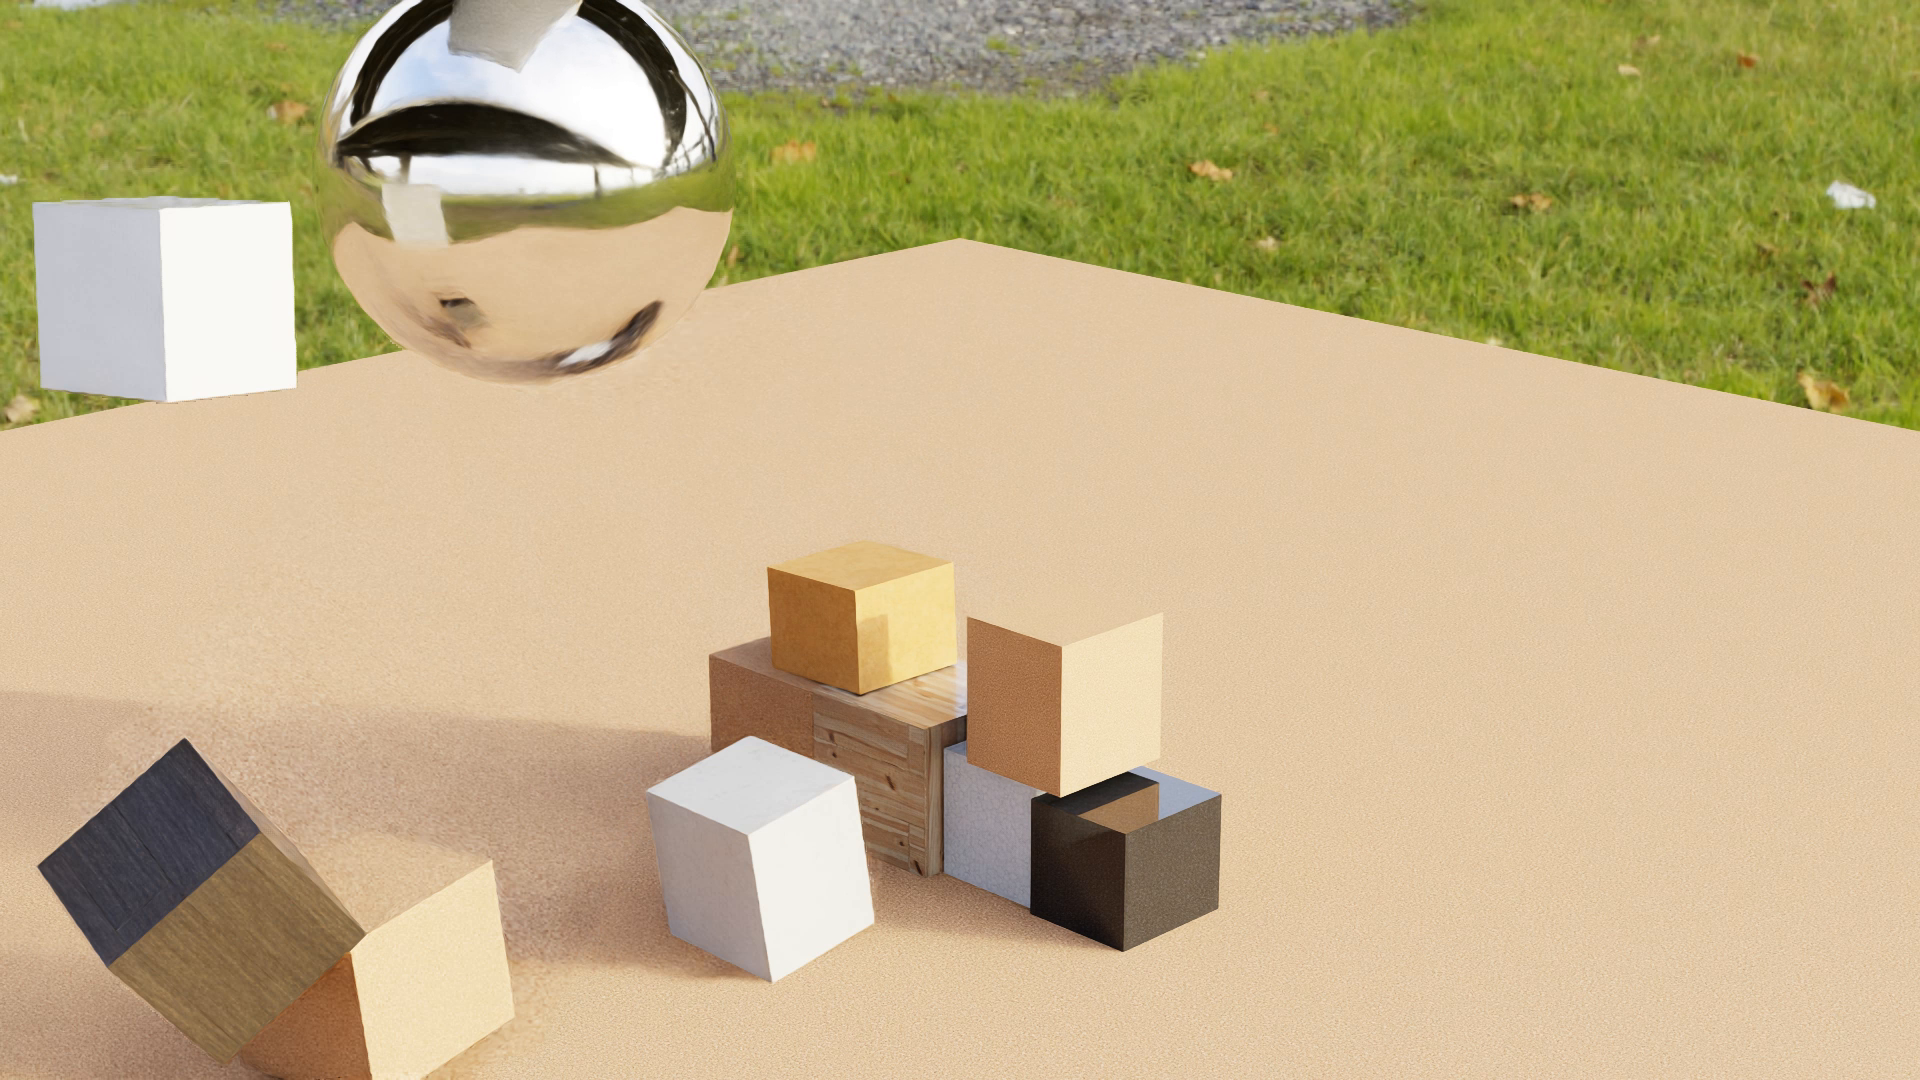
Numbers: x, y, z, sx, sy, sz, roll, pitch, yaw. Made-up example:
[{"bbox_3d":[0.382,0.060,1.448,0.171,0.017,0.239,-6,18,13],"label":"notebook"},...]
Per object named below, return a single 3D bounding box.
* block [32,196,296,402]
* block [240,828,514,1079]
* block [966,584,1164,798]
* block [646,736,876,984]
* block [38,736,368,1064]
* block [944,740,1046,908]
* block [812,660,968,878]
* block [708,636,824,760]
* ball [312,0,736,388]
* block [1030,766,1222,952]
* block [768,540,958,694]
[{"bbox_3d":[-2.695,-0.830,9.950,0.654,0.628,0.553,7,12,35],"label":"block"},{"bbox_3d":[-2.357,1.684,11.666,0.737,0.700,0.795,8,23,33],"label":"block"},{"bbox_3d":[0.465,0.658,13.052,0.655,0.694,0.573,-17,24,-42],"label":"block"},{"bbox_3d":[-0.858,1.367,12.652,0.599,0.721,0.678,-27,30,-38],"label":"block"},{"bbox_3d":[-2.763,1.318,10.709,0.694,0.727,0.665,-42,47,-10],"label":"block"},{"bbox_3d":[0.346,1.235,13.396,0.609,0.612,0.580,-17,24,-42],"label":"block"},{"bbox_3d":[-0.155,1.041,13.814,0.761,0.731,0.745,-17,24,-42],"label":"block"},{"bbox_3d":[-0.674,0.888,14.332,0.793,0.711,0.743,-17,24,-42],"label":"block"},{"bbox_3d":[-1.653,-1.384,11.174,1.600,1.600,1.600,0,17,0],"label":"ball"},{"bbox_3d":[0.734,1.392,12.993,0.635,0.553,0.557,-17,24,-42],"label":"block"},{"bbox_3d":[-0.464,0.357,13.949,0.621,0.501,0.630,-16,21,-41],"label":"block"}]
